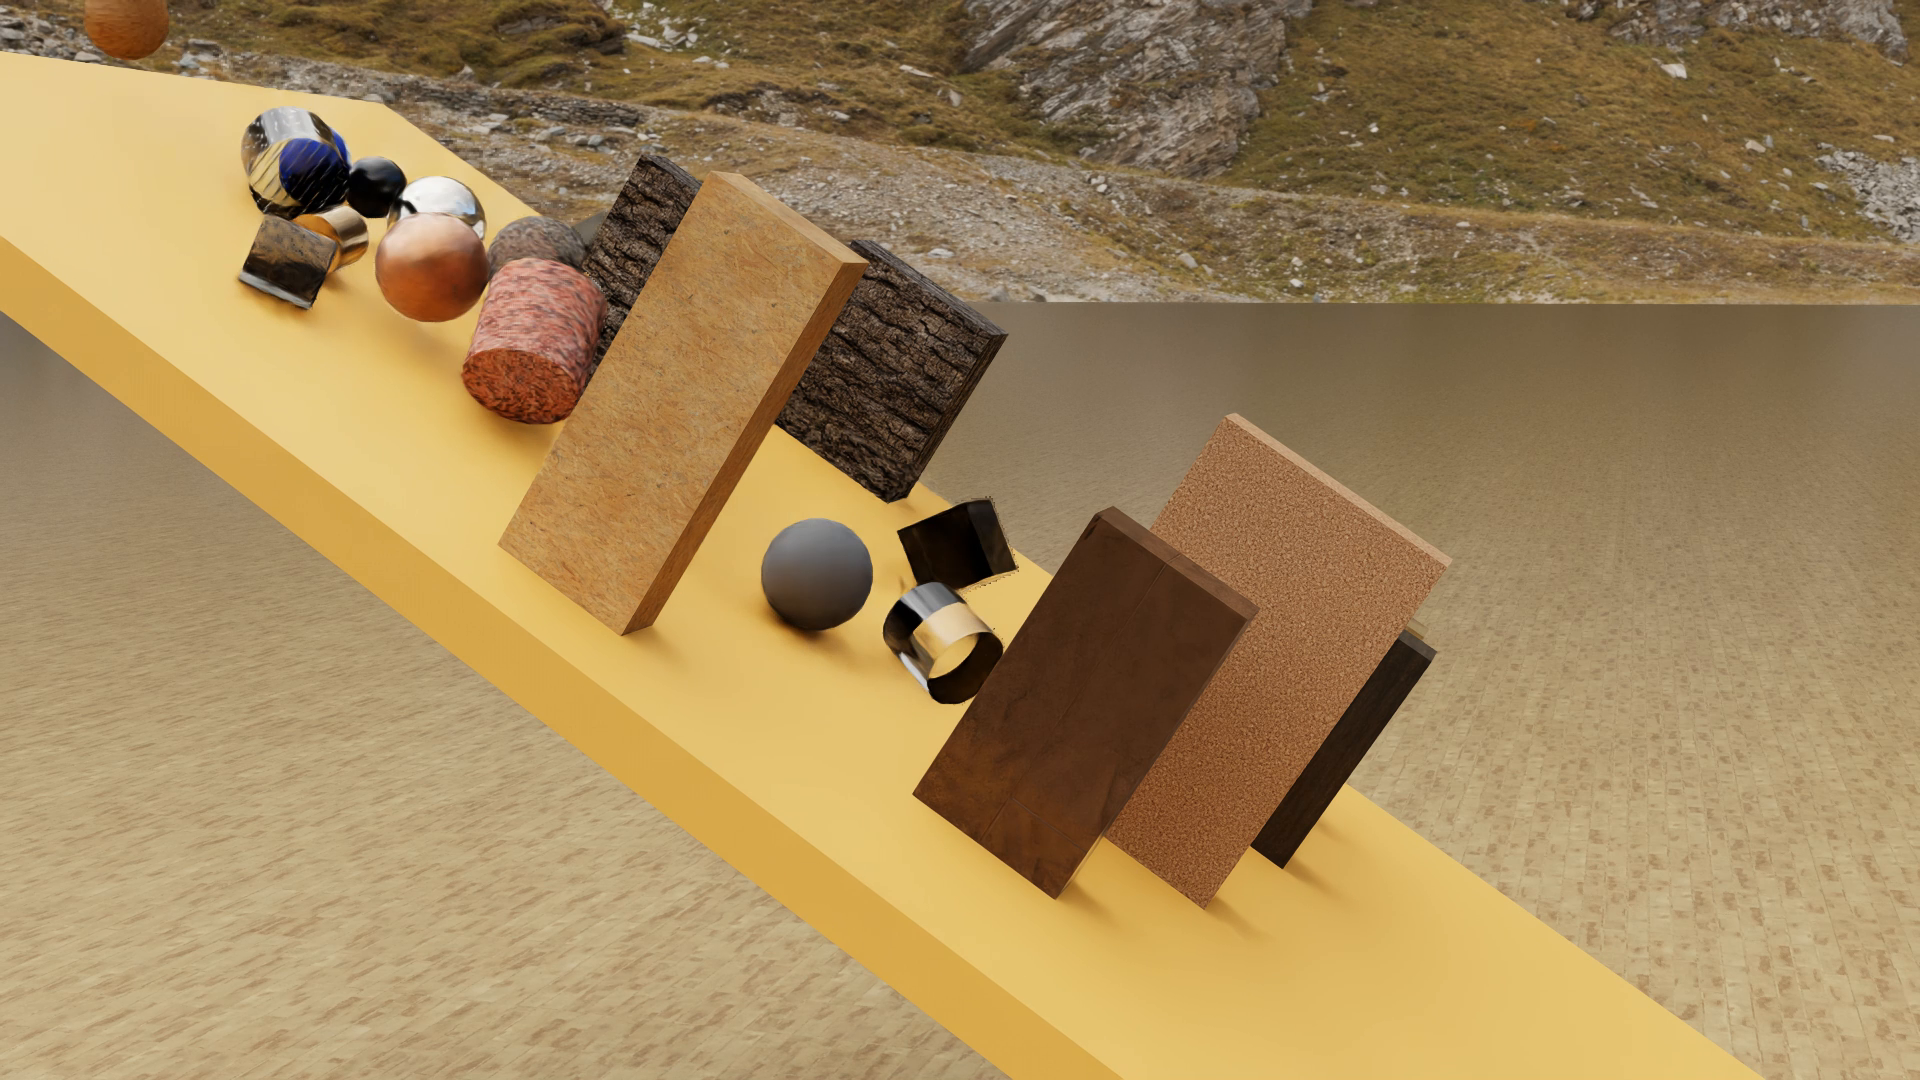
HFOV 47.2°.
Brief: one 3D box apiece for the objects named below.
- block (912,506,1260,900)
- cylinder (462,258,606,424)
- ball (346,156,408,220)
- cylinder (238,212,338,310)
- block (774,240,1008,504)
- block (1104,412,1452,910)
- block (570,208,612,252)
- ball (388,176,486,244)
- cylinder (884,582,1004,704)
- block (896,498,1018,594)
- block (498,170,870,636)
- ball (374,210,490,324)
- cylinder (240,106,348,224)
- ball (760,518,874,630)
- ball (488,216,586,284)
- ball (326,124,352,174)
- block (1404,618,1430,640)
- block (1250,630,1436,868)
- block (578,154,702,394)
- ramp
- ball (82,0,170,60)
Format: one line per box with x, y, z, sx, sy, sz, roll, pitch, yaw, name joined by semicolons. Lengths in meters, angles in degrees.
0.193;0.252;3.417;0.278;0.540;0.119;35;15;10;block
-0.748;-0.349;3.867;0.207;0.207;0.207;6;-35;4;cylinder
-1.194;-0.720;4.492;0.128;0.128;0.128;0;7;0;ball
-1.159;-0.481;3.794;0.128;0.128;0.128;23;-1;-20;cylinder
-0.176;-0.372;4.839;0.374;0.439;0.134;35;15;10;block
0.440;0.206;3.720;0.435;0.715;0.103;35;15;10;block
-0.738;-0.538;4.533;0.200;0.200;0.200;-26;25;-1;block
-1.042;-0.630;4.385;0.193;0.193;0.193;0;7;0;ball
-0.030;0.184;3.923;0.157;0.157;0.157;-5;36;-35;cylinder
-0.005;0.021;4.375;0.153;0.153;0.153;-23;-4;19;block
-0.426;-0.204;3.350;0.247;0.675;0.115;35;15;10;block
-0.958;-0.495;3.988;0.202;0.202;0.202;0;7;0;ball
-1.275;-0.714;4.210;0.180;0.180;0.180;-3;30;-23;cylinder
-0.247;0.059;3.809;0.194;0.194;0.194;0;7;0;ball
-0.811;-0.523;4.219;0.195;0.195;0.195;0;7;0;ball
-1.290;-0.760;4.387;0.147;0.147;0.147;0;7;0;ball
0.687;0.278;4.496;0.327;0.453;0.110;35;15;10;block
0.575;0.290;4.165;0.436;0.488;0.115;35;15;10;block
-0.542;-0.412;4.142;0.390;0.483;0.101;35;15;10;block
-0.132;0.221;4.102;4.000;0.100;2.000;35;15;10;ramp
-1.593;-0.997;4.203;0.156;0.156;0.156;0;7;0;ball
